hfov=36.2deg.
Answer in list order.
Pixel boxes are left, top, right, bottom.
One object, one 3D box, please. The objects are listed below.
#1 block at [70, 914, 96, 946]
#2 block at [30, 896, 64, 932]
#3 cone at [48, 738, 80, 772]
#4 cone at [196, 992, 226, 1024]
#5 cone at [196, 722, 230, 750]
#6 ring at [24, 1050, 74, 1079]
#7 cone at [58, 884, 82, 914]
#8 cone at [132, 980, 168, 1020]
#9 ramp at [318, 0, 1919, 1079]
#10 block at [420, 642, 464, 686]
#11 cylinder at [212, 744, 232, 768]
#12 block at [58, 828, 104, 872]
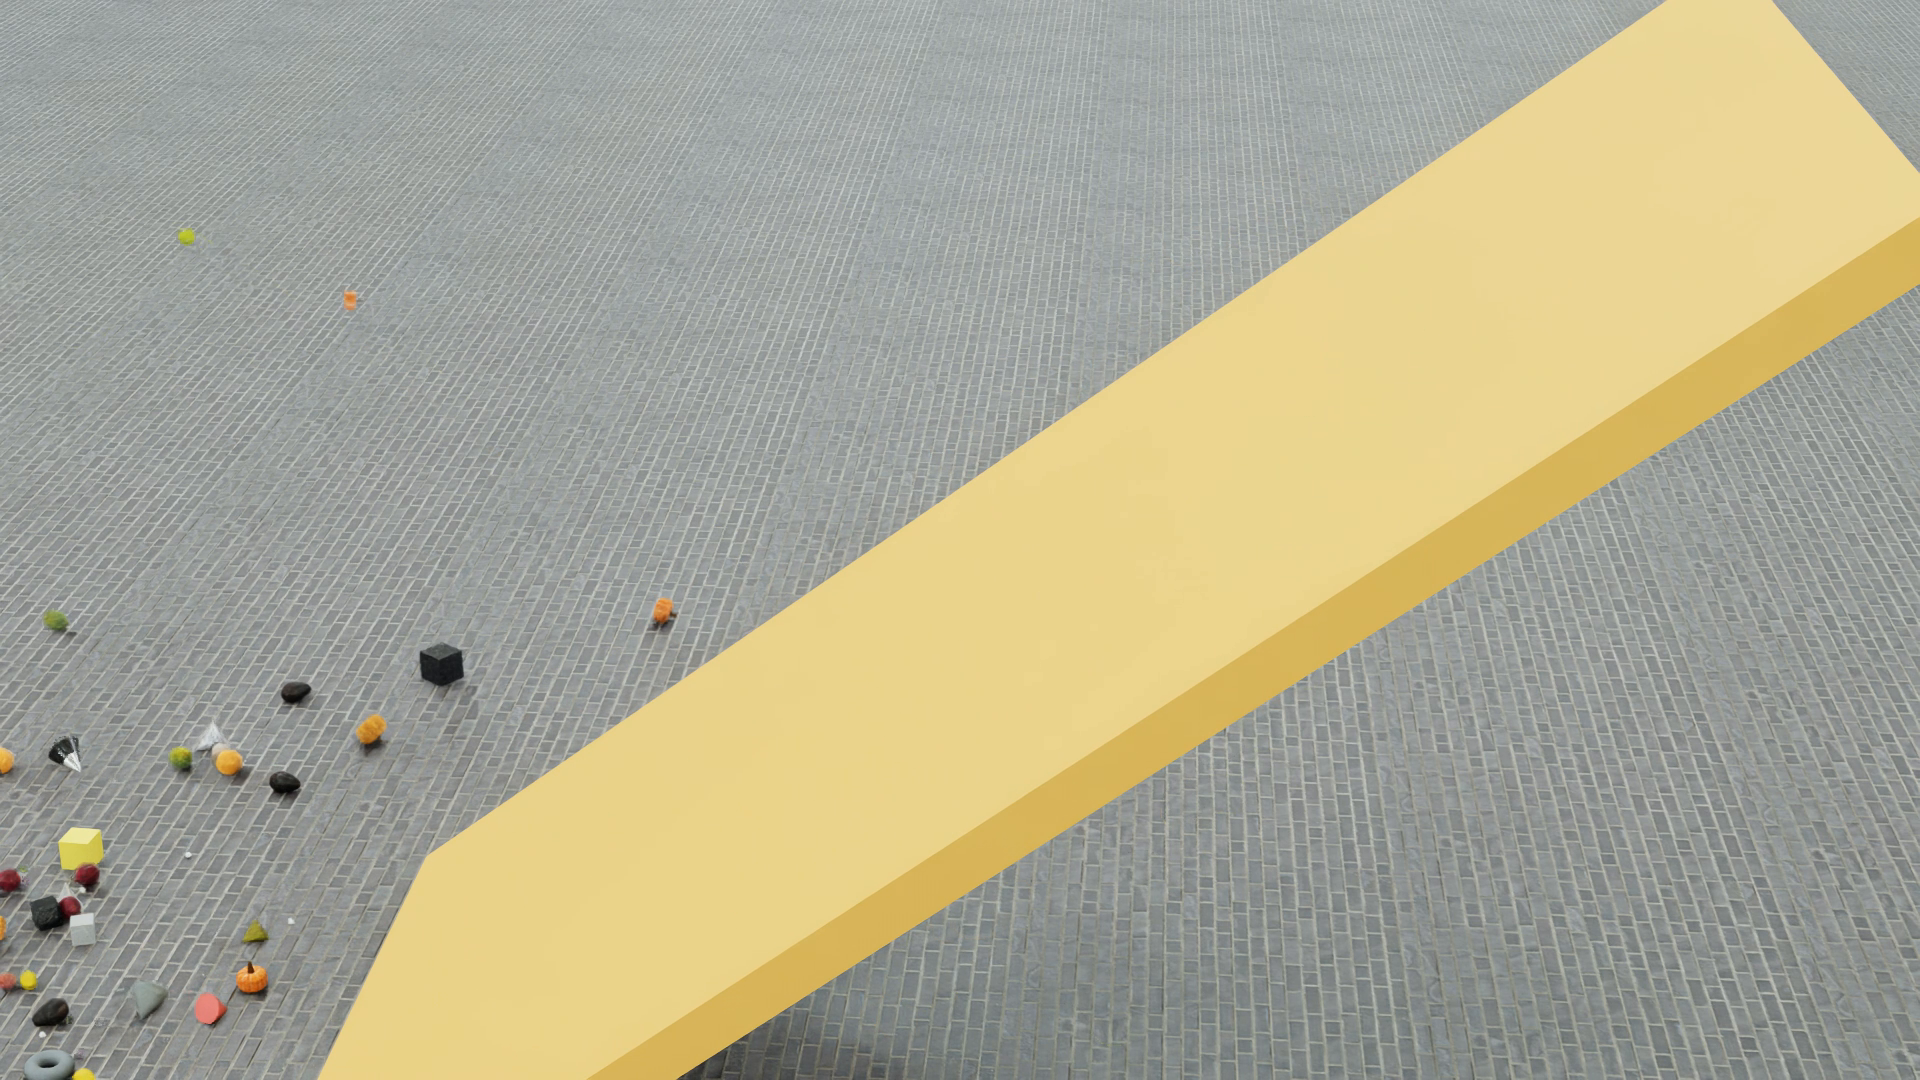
[{"bbox_3d":[-2.251,1.000,7.548,0.057,0.057,0.057,-6,23,-13],"label":"block"},{"bbox_3d":[-2.367,0.968,7.621,0.060,0.060,0.060,-15,27,-32],"label":"block"},{"bbox_3d":[-2.549,0.634,8.444,0.095,0.095,0.095,-21,57,-41],"label":"cone"},{"bbox_3d":[-1.824,1.149,7.222,0.075,0.075,0.075,11,-3,25],"label":"cone"},{"bbox_3d":[-2.186,0.588,8.556,0.088,0.088,0.088,-33,30,-8],"label":"cone"},{"bbox_3d":[-2.159,1.250,6.974,0.118,0.039,0.118,1,23,0],"label":"ring"},{"bbox_3d":[-2.338,0.929,7.700,0.072,0.072,0.072,0,23,0],"label":"cone"},{"bbox_3d":[-2.001,1.144,7.226,0.087,0.087,0.087,2,49,4],"label":"cone"},{"bbox_3d":[0.128,0.179,6.323,4.000,0.100,2.000,-34,16,17],"label":"ramp"},{"bbox_3d":[-1.584,0.380,8.988,0.090,0.090,0.090,18,29,37],"label":"block"},{"bbox_3d":[-2.125,0.620,8.464,0.052,0.052,0.052,-4,23,-10],"label":"cylinder"},{"bbox_3d":[-2.365,0.832,7.916,0.083,0.083,0.083,4,23,9],"label":"block"}]
